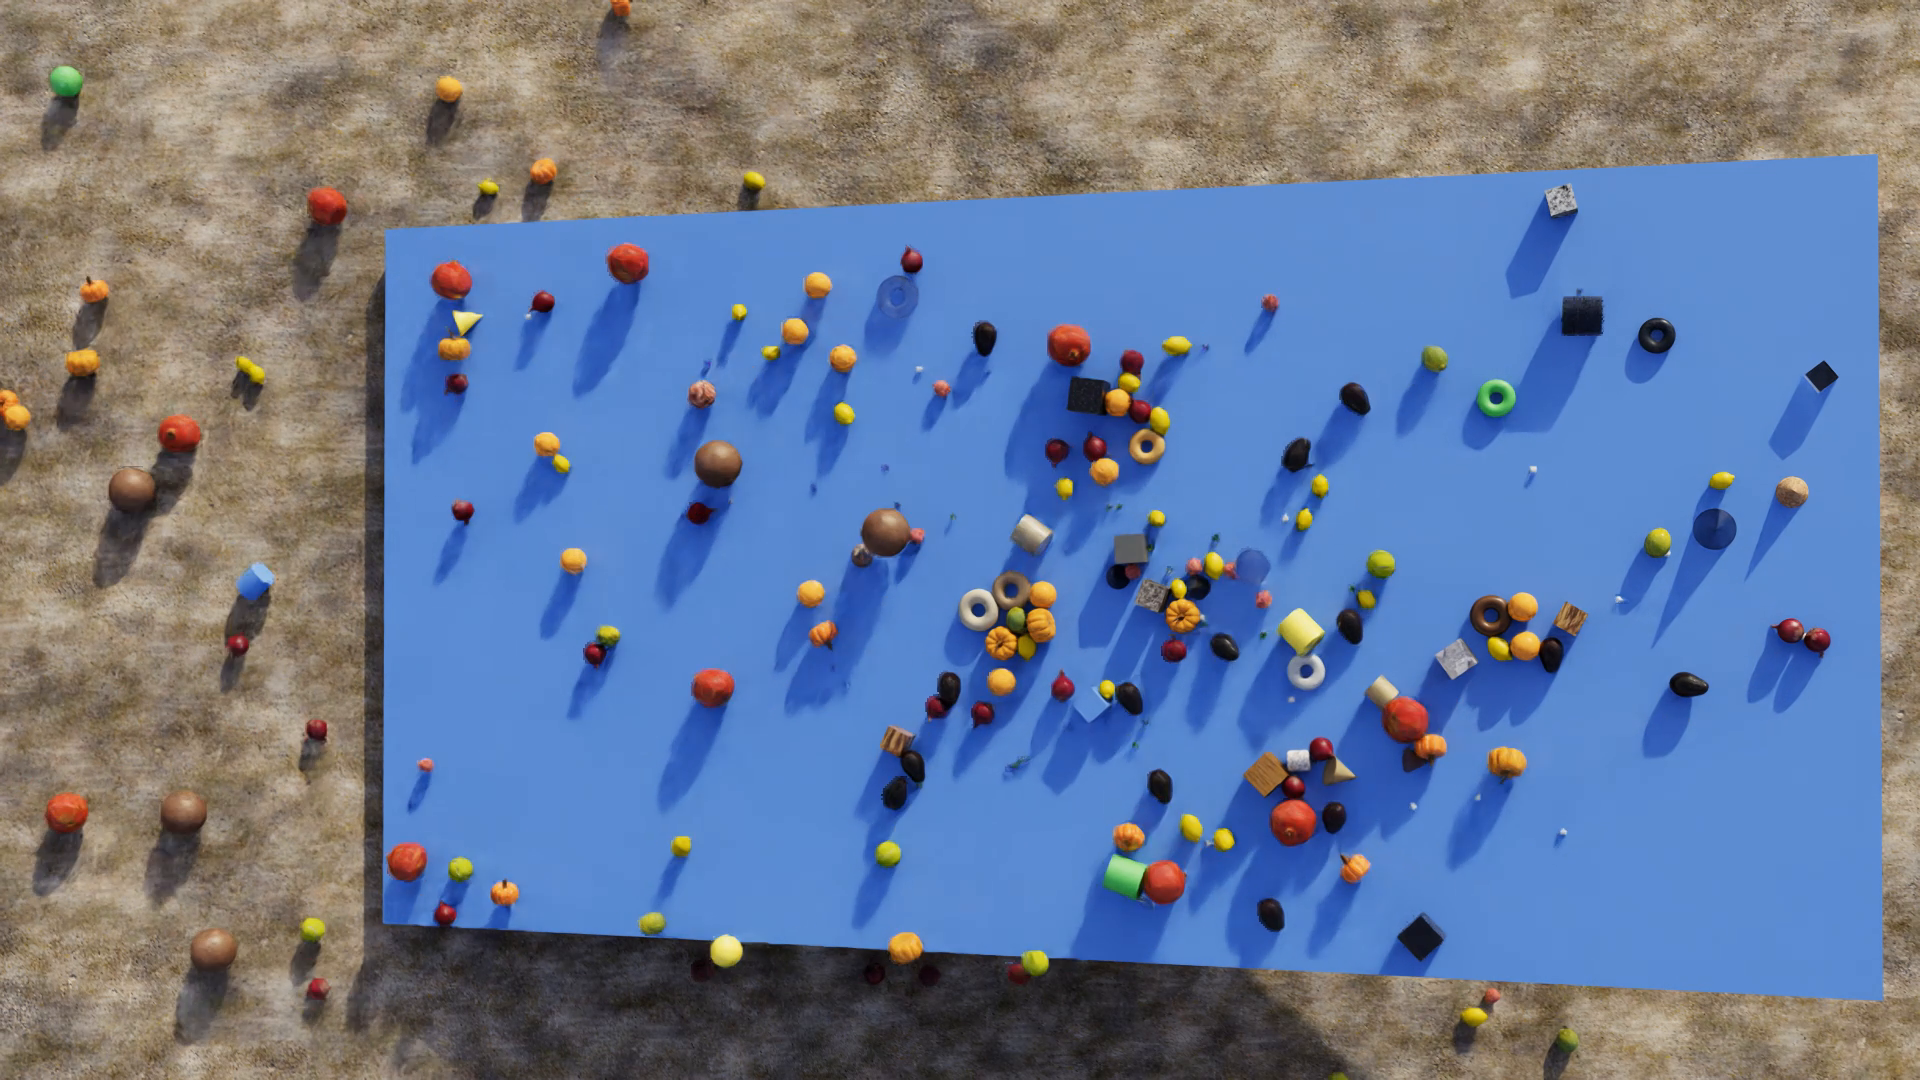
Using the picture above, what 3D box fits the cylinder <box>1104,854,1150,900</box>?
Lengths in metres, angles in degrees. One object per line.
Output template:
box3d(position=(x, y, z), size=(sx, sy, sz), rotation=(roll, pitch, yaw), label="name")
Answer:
box3d(position=(0.427, 0.865, 5.656), size=(0.091, 0.091, 0.091), rotation=(19, 89, 16), label="cylinder")

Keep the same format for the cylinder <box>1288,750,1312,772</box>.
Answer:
box3d(position=(0.857, 0.558, 5.551), size=(0.054, 0.054, 0.054), rotation=(-4, 89, 17), label="cylinder")

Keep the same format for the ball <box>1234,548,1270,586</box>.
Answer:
box3d(position=(0.742, 0.068, 5.573), size=(0.092, 0.092, 0.092), rotation=(0, 89, 0), label="ball")

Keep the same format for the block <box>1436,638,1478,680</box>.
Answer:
box3d(position=(1.228, 0.293, 5.434), size=(0.074, 0.074, 0.074), rotation=(-36, 80, 13), label="block")

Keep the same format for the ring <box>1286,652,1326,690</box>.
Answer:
box3d(position=(0.875, 0.333, 5.558), size=(0.097, 0.032, 0.097), rotation=(-2, 81, 11), label="ring")

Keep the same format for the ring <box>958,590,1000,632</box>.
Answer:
box3d(position=(0.050, 0.186, 5.807), size=(0.113, 0.038, 0.113), rotation=(0, 90, 16), label="ring")

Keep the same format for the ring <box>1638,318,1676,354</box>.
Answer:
box3d(position=(1.690, -0.496, 5.332), size=(0.087, 0.029, 0.087), rotation=(0, 90, 17), label="ring")

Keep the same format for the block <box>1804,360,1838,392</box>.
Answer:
box3d(position=(2.041, -0.387, 5.212), size=(0.053, 0.053, 0.053), rotation=(-39, 79, 13), label="block")

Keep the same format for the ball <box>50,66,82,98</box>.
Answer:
box3d(position=(-2.605, -1.336, 6.409), size=(0.089, 0.089, 0.089), rotation=(0, 89, 0), label="ball")

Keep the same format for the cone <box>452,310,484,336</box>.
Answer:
box3d(position=(-1.392, -0.627, 6.249), size=(0.080, 0.080, 0.080), rotation=(-20, 89, -12), label="cone")

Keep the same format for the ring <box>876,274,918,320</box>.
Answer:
box3d(position=(-0.167, -0.650, 5.882), size=(0.119, 0.040, 0.119), rotation=(0, 89, 18), label="ring")

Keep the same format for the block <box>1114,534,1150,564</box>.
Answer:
box3d(position=(0.443, 0.023, 5.673), size=(0.073, 0.073, 0.073), rotation=(-4, 88, 17), label="block")

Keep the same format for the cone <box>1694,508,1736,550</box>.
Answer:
box3d(position=(1.805, -0.027, 5.253), size=(0.100, 0.100, 0.100), rotation=(0, 89, 17), label="cone")

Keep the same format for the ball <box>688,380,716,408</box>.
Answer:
box3d(position=(-0.706, -0.398, 6.021), size=(0.075, 0.075, 0.075), rotation=(0, 89, 0), label="ball")

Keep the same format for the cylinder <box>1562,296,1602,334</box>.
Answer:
box3d(position=(1.514, -0.548, 5.352), size=(0.092, 0.092, 0.092), rotation=(2, 89, 17), label="cylinder")

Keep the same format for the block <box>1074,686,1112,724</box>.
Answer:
box3d(position=(0.345, 0.427, 5.700), size=(0.066, 0.066, 0.066), rotation=(-43, 78, 12), label="block")

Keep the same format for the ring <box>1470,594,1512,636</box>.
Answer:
box3d(position=(1.312, 0.187, 5.432), size=(0.104, 0.035, 0.104), rotation=(0, 89, 15), label="ring")

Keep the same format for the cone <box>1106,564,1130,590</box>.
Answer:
box3d(position=(0.402, 0.096, 5.688), size=(0.065, 0.065, 0.065), rotation=(0, 89, 17), label="cone")

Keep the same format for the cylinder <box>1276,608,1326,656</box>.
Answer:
box3d(position=(0.858, 0.231, 5.534), size=(0.087, 0.087, 0.087), rotation=(-43, 71, -1), label="cylinder")

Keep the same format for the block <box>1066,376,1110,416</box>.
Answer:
box3d(position=(0.335, -0.373, 5.704), size=(0.086, 0.086, 0.086), rotation=(8, 91, 17), label="block")

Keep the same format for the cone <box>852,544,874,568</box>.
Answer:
box3d(position=(-0.272, 0.042, 5.890), size=(0.065, 0.065, 0.065), rotation=(0, 89, 17), label="cone")

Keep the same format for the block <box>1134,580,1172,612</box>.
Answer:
box3d(position=(0.497, 0.144, 5.658), size=(0.067, 0.067, 0.067), rotation=(22, 95, 16), label="block")

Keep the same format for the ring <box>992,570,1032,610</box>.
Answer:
box3d(position=(0.136, 0.133, 5.783), size=(0.107, 0.036, 0.107), rotation=(0, 90, 16), label="ring")

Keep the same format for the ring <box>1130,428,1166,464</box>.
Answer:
box3d(position=(0.484, -0.242, 5.687), size=(0.095, 0.032, 0.095), rotation=(0, 90, 16), label="ring")

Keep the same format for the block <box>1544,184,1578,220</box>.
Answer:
box3d(position=(1.472, -0.829, 5.383), size=(0.064, 0.064, 0.064), rotation=(-15, 85, 16), label="block")

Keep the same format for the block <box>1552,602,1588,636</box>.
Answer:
box3d(position=(1.490, 0.192, 5.364), size=(0.062, 0.062, 0.062), rotation=(31, 98, 15), label="block")

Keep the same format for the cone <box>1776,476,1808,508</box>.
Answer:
box3d(position=(1.977, -0.115, 5.217), size=(0.074, 0.074, 0.074), rotation=(0, 89, 17), label="cone")

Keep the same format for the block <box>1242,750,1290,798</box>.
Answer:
box3d(position=(0.776, 0.592, 5.562), size=(0.080, 0.080, 0.080), rotation=(-46, 78, 11), label="block")

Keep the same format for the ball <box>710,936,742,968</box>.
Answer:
box3d(position=(-0.636, 1.118, 5.977), size=(0.087, 0.087, 0.087), rotation=(0, 89, 0), label="ball")

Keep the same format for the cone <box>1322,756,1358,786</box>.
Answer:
box3d(position=(0.965, 0.589, 5.528), size=(0.079, 0.079, 0.079), rotation=(15, 89, -11), label="cone")

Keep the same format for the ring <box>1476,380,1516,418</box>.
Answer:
box3d(position=(1.326, -0.350, 5.437), size=(0.094, 0.031, 0.094), rotation=(0, 89, 15), label="ring")

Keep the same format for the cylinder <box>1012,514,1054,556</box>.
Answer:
box3d(position=(0.189, -0.012, 5.745), size=(0.081, 0.081, 0.081), rotation=(37, 89, 4), label="cylinder")

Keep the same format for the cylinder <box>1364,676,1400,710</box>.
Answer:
box3d(position=(1.054, 0.381, 5.490), size=(0.063, 0.063, 0.063), rotation=(-45, 77, -1), label="cylinder")

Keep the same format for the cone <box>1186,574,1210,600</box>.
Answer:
box3d(position=(0.602, 0.122, 5.628), size=(0.065, 0.065, 0.065), rotation=(0, 89, 17), label="cone")

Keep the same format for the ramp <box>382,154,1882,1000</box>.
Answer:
box3d(position=(0.272, 0.095, 5.813), size=(4.000, 0.100, 2.000), rotation=(0, 89, 17), label="ramp")

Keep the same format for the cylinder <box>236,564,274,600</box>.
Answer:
box3d(position=(-2.045, 0.121, 6.385), size=(0.077, 0.077, 0.077), rotation=(-41, 89, 16), label="cylinder")

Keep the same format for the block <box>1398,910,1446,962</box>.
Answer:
box3d(position=(1.143, 0.981, 5.446), size=(0.080, 0.080, 0.080), rotation=(-46, 78, 11), label="block")

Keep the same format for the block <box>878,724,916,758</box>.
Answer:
box3d(position=(-0.167, 0.535, 5.853), size=(0.062, 0.062, 0.062), rotation=(27, 97, 15), label="block")
